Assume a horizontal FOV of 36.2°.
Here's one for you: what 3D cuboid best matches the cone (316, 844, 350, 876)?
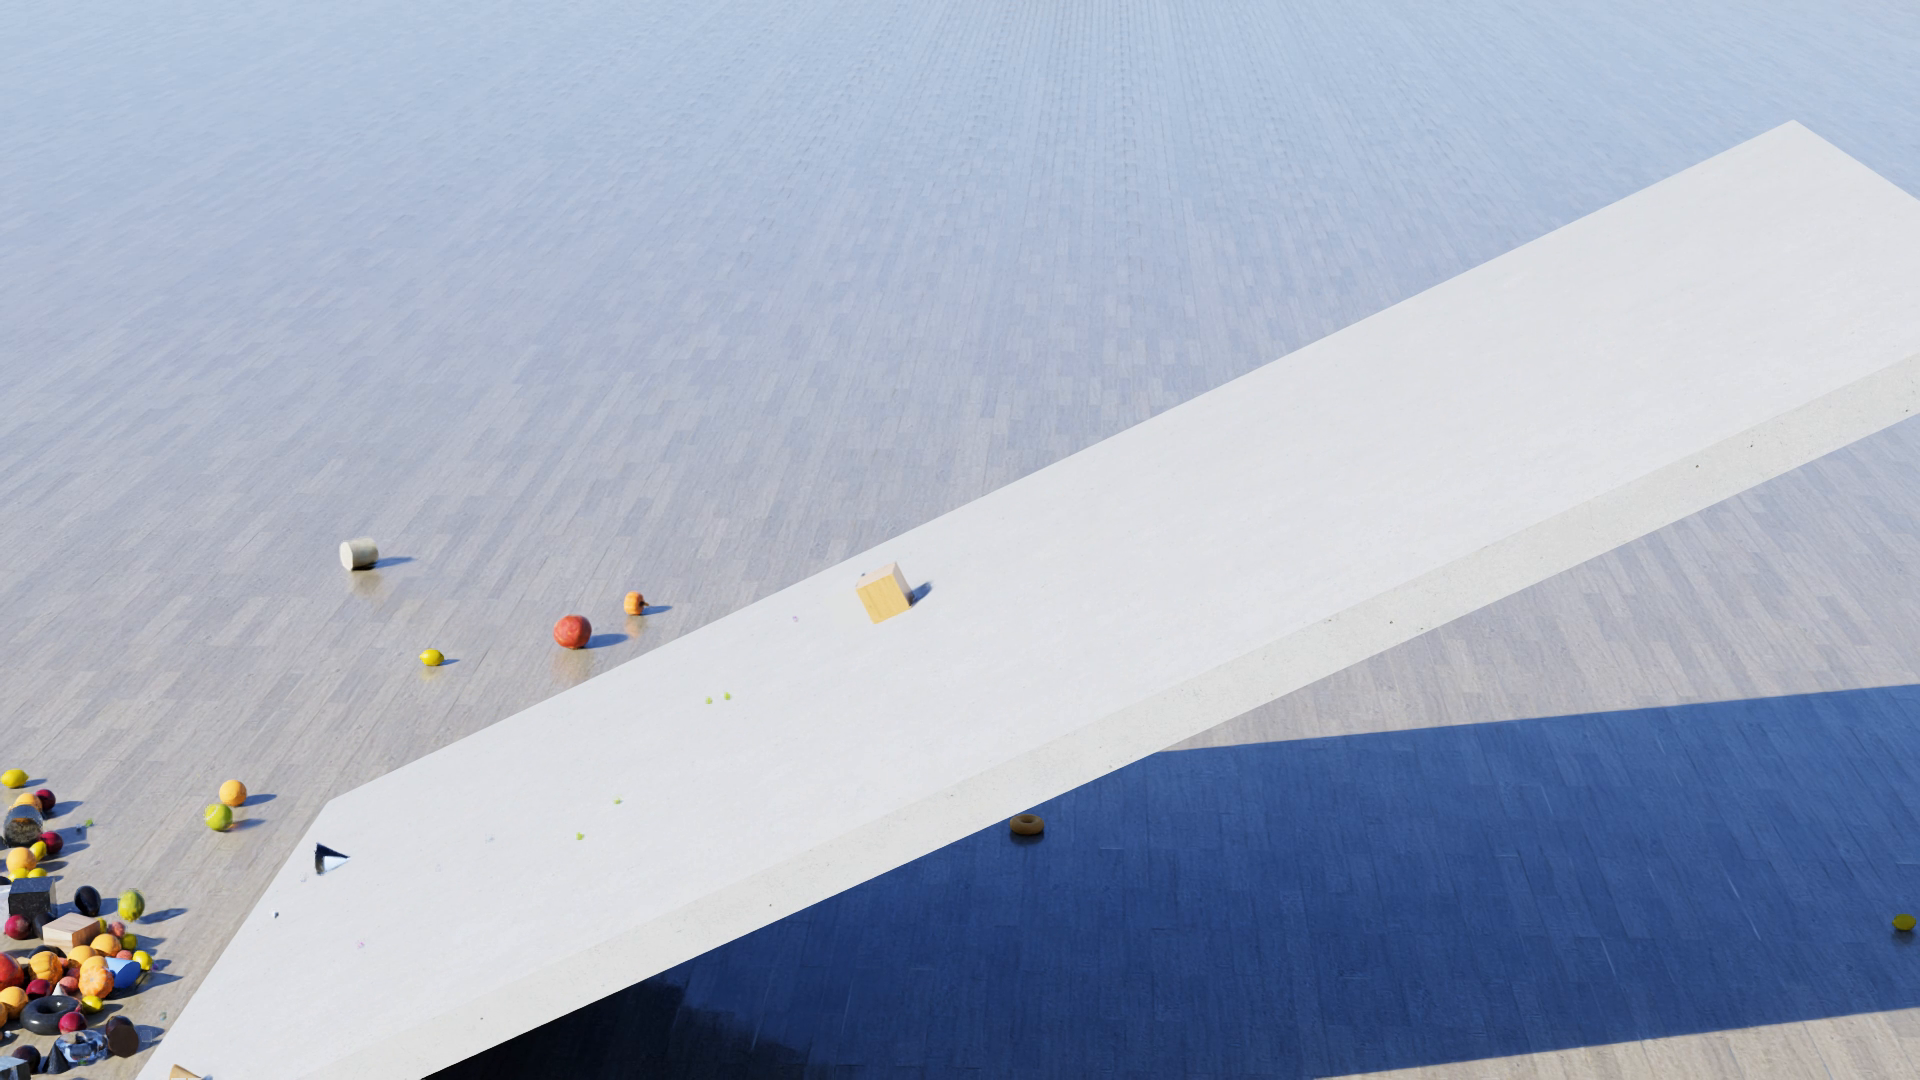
[{"bbox_3d":[-1.466,0.748,6.897,0.080,0.080,0.080,-3,17,-5],"label":"cone"}]

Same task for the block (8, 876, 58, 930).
[{"bbox_3d":[-2.219,0.869,7.044,0.093,0.093,0.093,-3,17,-9],"label":"block"}]

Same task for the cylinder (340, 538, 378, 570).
[{"bbox_3d":[-2.011,0.047,9.844,0.093,0.093,0.093,-12,20,-36],"label":"cylinder"}]

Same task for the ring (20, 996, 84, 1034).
[{"bbox_3d":[-2.009,1.051,6.511,0.139,0.046,0.139,0,18,0],"label":"ring"}]

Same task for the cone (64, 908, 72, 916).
[{"bbox_3d":[-2.101,0.919,6.988,0.064,0.064,0.064,27,18,-1],"label":"cone"}]

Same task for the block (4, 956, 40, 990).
[{"bbox_3d":[-2.140,0.989,6.709,0.052,0.052,0.052,9,18,27],"label":"block"}]

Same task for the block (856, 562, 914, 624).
[{"bbox_3d":[-0.169,0.120,6.636,0.092,0.092,0.092,-25,14,11],"label":"block"}]

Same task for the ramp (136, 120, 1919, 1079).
[{"bbox_3d":[0.138,0.168,6.281,4.000,0.100,2.000,-25,14,10],"label":"ramp"}]

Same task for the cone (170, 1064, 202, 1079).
[{"bbox_3d":[-1.507,1.069,5.783,0.075,0.075,0.075,3,17,3],"label":"cone"}]

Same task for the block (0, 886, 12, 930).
[{"bbox_3d":[-2.306,0.880,7.027,0.082,0.082,0.082,-2,16,-7],"label":"block"}]

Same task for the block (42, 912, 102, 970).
[{"bbox_3d":[-2.062,0.932,6.835,0.090,0.090,0.090,9,18,27],"label":"block"}]

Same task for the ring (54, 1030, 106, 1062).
[{"bbox_3d":[-1.907,1.096,6.373,0.113,0.038,0.113,0,15,0],"label":"ring"}]

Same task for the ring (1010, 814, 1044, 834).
[{"bbox_3d":[0.173,0.736,7.609,0.092,0.031,0.092,1,17,0],"label":"ring"}]

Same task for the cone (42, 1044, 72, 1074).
[{"bbox_3d":[-1.938,1.104,6.302,0.061,0.061,0.061,0,16,0],"label":"cone"}]

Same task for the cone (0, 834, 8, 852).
[{"bbox_3d":[-2.461,0.752,7.490,0.067,0.067,0.067,0,16,0],"label":"cone"}]

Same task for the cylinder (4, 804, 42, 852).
[{"bbox_3d":[-2.389,0.735,7.504,0.092,0.092,0.092,-4,17,-15],"label":"cylinder"}]

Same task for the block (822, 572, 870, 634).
[{"bbox_3d":[-0.247,0.143,6.705,0.090,0.090,0.090,-23,14,16],"label":"block"}]

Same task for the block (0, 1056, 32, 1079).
[{"bbox_3d":[-1.991,1.136,6.104,0.095,0.095,0.095,0,12,44],"label":"block"}]

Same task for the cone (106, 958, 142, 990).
[{"bbox_3d":[-1.919,0.969,6.692,0.077,0.077,0.077,32,30,25],"label":"cone"}]

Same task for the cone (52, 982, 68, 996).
[{"bbox_3d":[-2.021,1.018,6.601,0.057,0.057,0.057,0,16,0],"label":"cone"}]

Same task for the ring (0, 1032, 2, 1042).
[{"bbox_3d":[-2.131,1.087,6.421,0.080,0.027,0.080,-1,18,0],"label":"ring"}]
